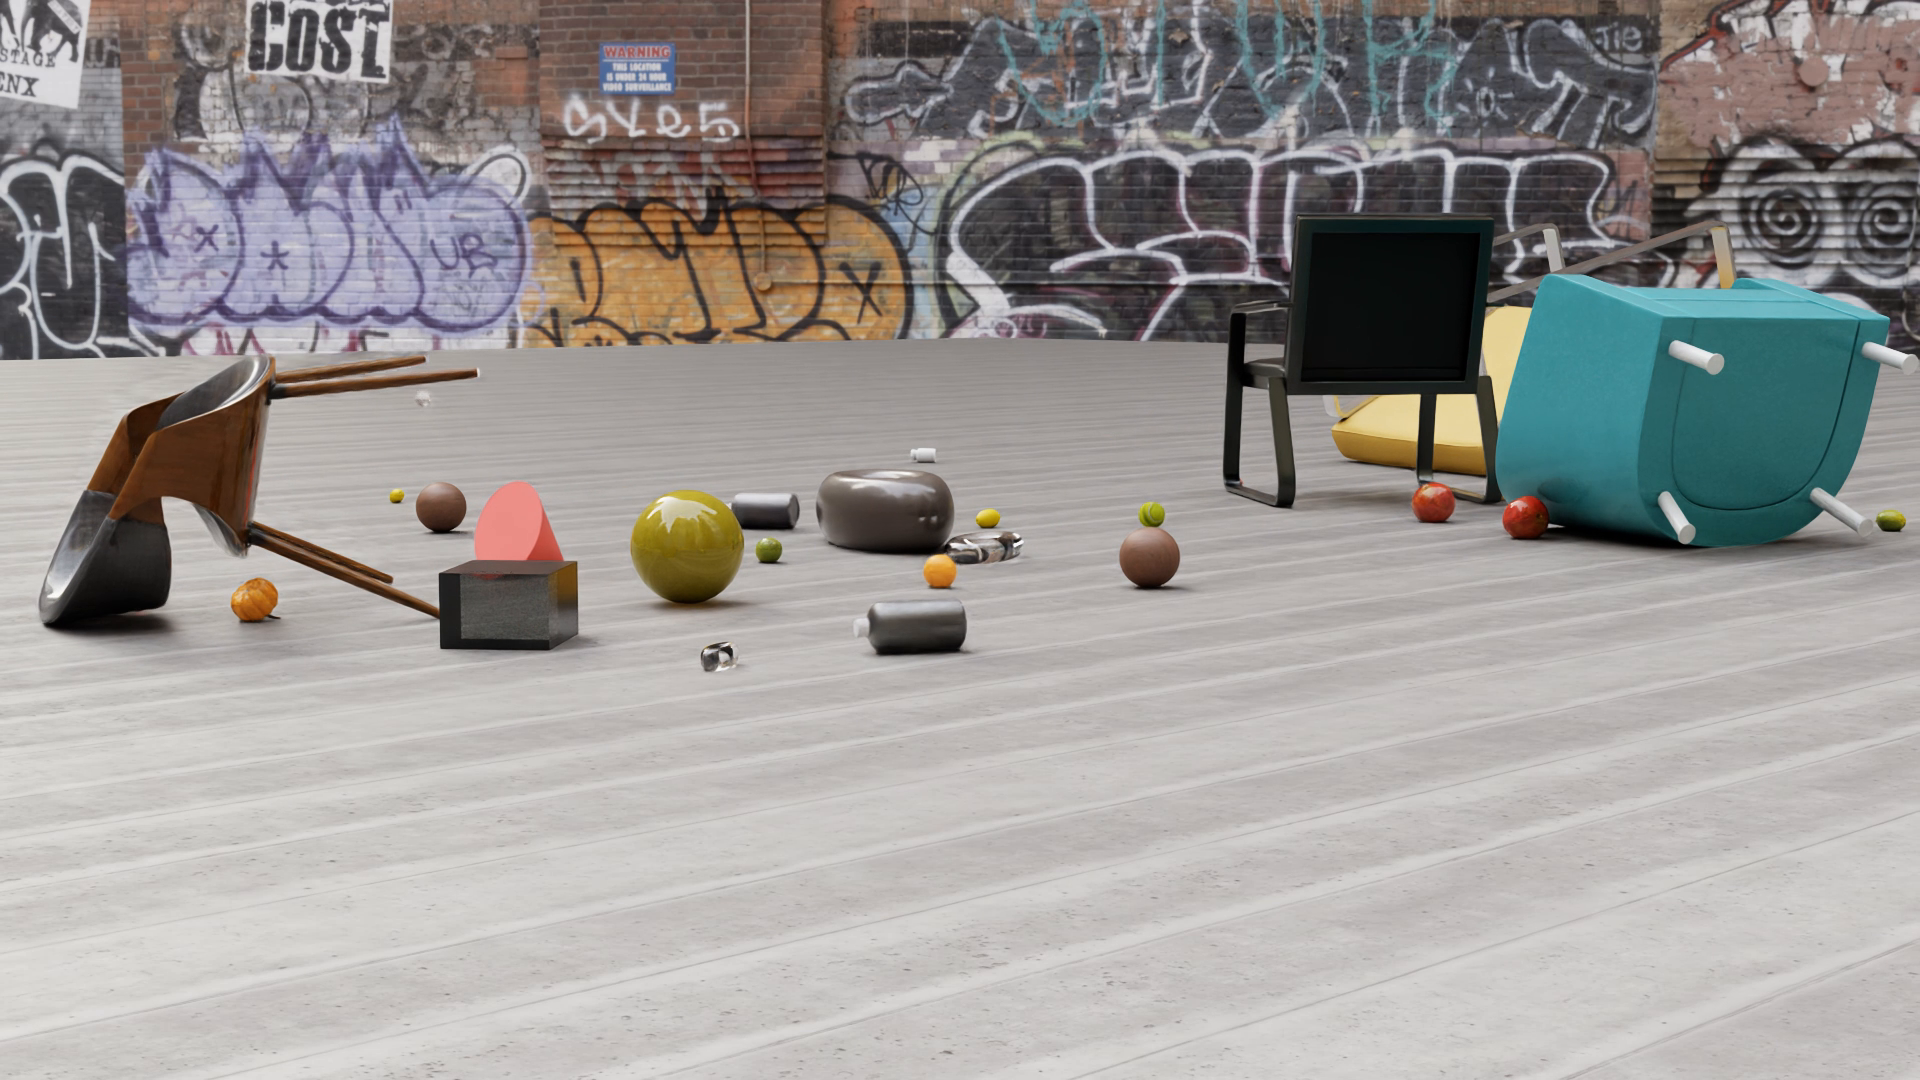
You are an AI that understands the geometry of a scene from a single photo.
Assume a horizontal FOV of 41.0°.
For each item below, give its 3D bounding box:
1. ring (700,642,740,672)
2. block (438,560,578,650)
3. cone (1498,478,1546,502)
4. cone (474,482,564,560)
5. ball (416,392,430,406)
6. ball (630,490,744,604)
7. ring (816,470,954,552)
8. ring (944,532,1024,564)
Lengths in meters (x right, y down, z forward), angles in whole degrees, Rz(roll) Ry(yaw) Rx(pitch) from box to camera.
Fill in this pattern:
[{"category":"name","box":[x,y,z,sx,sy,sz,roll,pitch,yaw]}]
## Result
[{"category":"ring","box":[-0.405,0.196,4.322,0.049,0.039,0.113,0,7,20]},{"category":"block","box":[-0.812,0.116,4.630,0.197,0.135,0.215,1,6,5]},{"category":"cone","box":[1.654,-0.131,7.522,0.134,0.067,0.065,18,-8,23]},{"category":"cone","box":[-0.950,0.015,5.770,0.184,0.229,0.217,-12,-29,25]},{"category":"ball","box":[-2.706,-0.709,12.931,0.075,0.075,0.075,0,6,0]},{"category":"ball","box":[-0.549,0.013,5.162,0.230,0.230,0.230,0,6,0]},{"category":"ring","box":[-0.185,-0.074,6.273,0.291,0.178,0.535,-5,6,-24]},{"category":"ring","box":[0.056,0.018,5.968,0.158,0.057,0.284,2,7,25]}]
